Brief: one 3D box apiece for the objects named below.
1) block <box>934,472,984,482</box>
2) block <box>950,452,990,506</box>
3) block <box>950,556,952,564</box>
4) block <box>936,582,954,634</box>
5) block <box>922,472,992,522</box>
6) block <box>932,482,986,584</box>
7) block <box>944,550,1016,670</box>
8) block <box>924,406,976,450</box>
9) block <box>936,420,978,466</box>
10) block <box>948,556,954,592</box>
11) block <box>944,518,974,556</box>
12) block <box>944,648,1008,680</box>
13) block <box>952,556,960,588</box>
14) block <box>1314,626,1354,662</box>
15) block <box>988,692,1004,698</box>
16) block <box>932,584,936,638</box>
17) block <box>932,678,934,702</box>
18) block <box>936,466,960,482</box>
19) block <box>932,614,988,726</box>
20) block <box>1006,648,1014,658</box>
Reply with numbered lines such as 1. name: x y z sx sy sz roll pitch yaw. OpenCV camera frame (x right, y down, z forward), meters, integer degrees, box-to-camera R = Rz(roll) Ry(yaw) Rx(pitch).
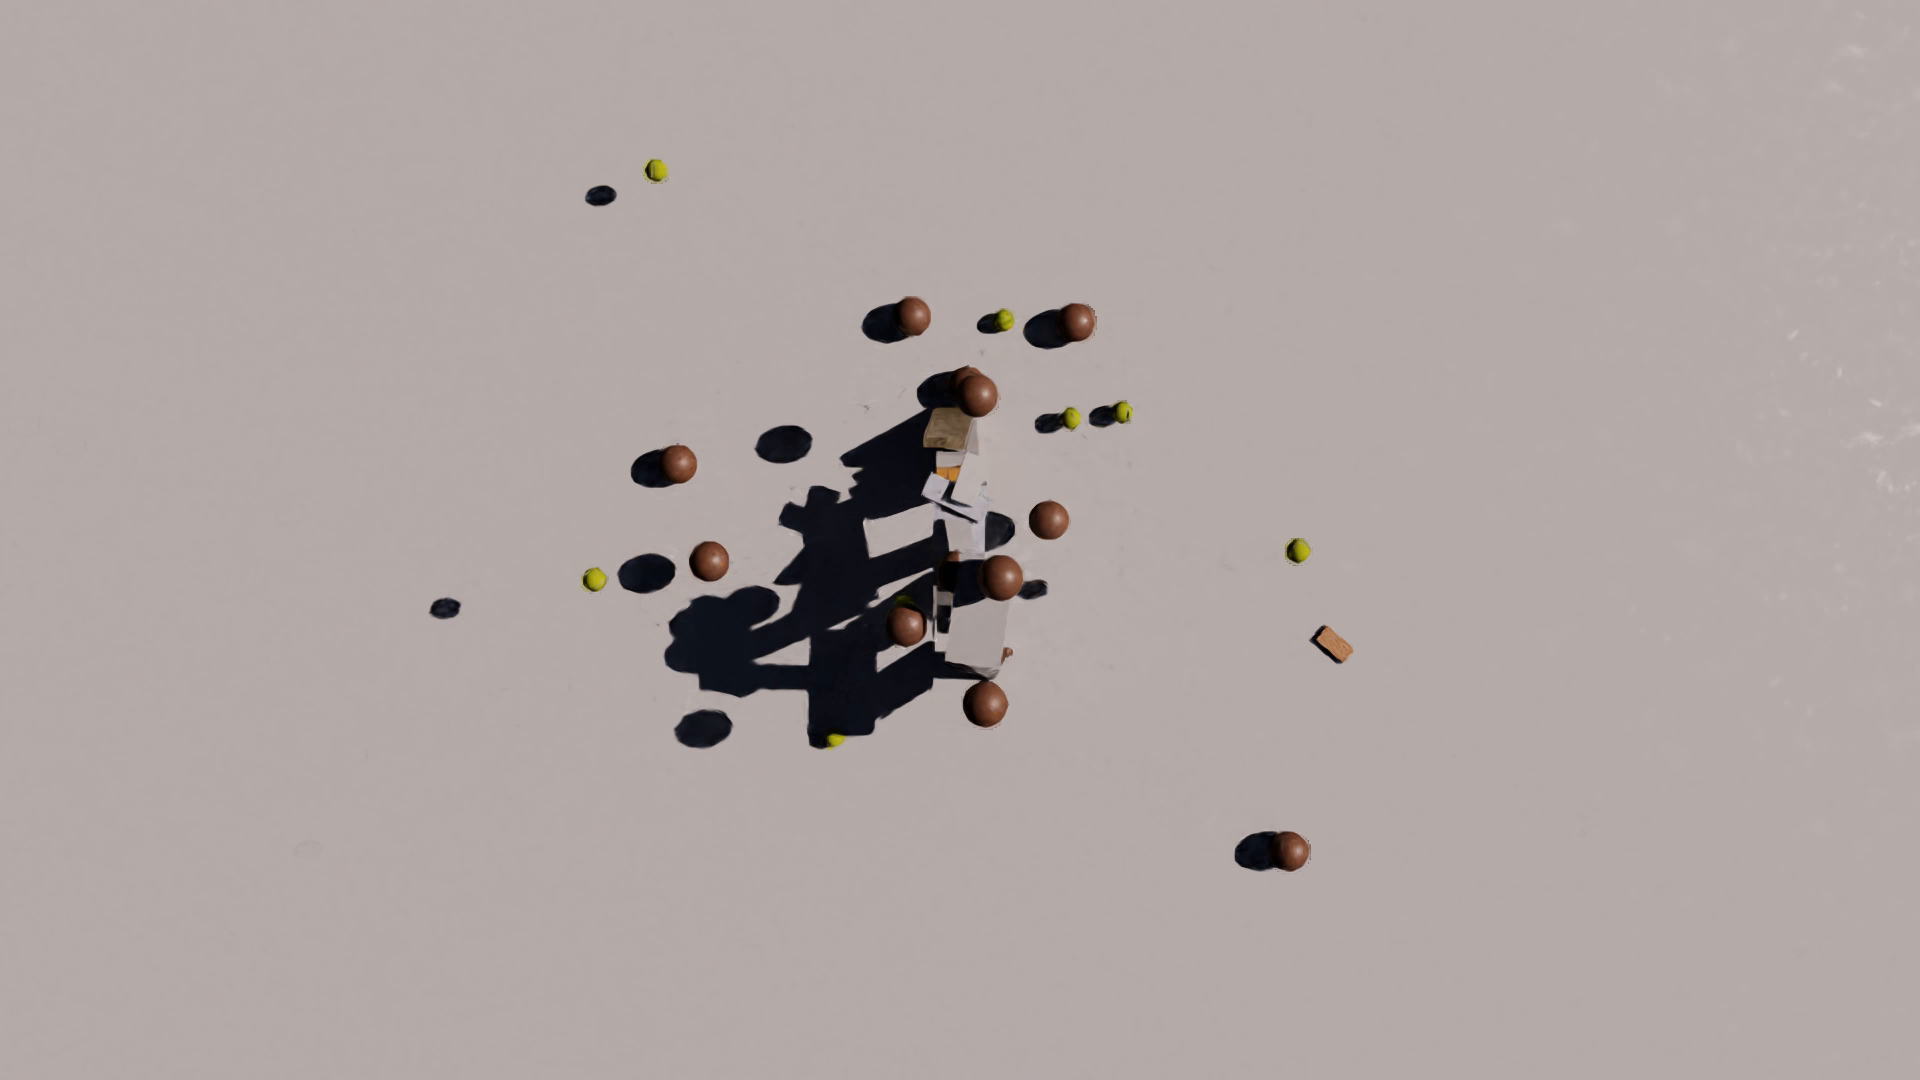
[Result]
1. block: -0.005 -0.178 5.339 0.160 0.320 0.045 1 100 0
2. block: 0.030 -0.187 5.055 0.076 0.022 0.152 19 91 -5
3. block: 0.002 0.026 5.090 0.063 0.018 0.127 -3 77 1
4. block: 0.010 0.198 4.984 0.161 0.350 0.046 -5 106 1
5. block: -0.010 -0.131 5.080 0.208 0.022 0.076 25 98 -5
6. block: -0.002 -0.020 5.140 0.160 0.045 0.320 1 102 0
7. block: 0.059 0.203 4.748 0.161 0.046 0.321 9 102 4
8. block: -0.032 -0.368 5.363 0.135 0.271 0.038 3 116 7
9. block: -0.009 -0.316 5.372 0.135 0.271 0.038 -1 119 0
10. block: -0.006 0.103 5.084 0.063 0.018 0.127 -3 47 1
11. block: -0.003 -0.009 5.039 0.076 0.152 0.022 -2 130 -7
12. block: 0.045 0.352 4.963 0.161 0.321 0.046 17 75 0
13. block: 0.007 0.085 5.048 0.063 0.018 0.127 -3 68 1
14. block: 1.247 0.347 5.492 0.120 0.017 0.060 41 90 0
15. block: 0.088 0.513 5.469 0.120 0.060 0.017 0 85 0
16. block: 0.000 0.207 5.337 0.172 0.345 0.049 0 118 0
17. block: 0.000 0.434 5.336 0.172 0.345 0.049 1 117 0
18. block: -0.008 -0.251 5.367 0.135 0.271 0.038 1 111 0
19. block: 0.004 0.407 5.148 0.172 0.049 0.345 1 90 0
20. block: 0.122 0.396 5.470 0.120 0.060 0.017 -31 94 0
